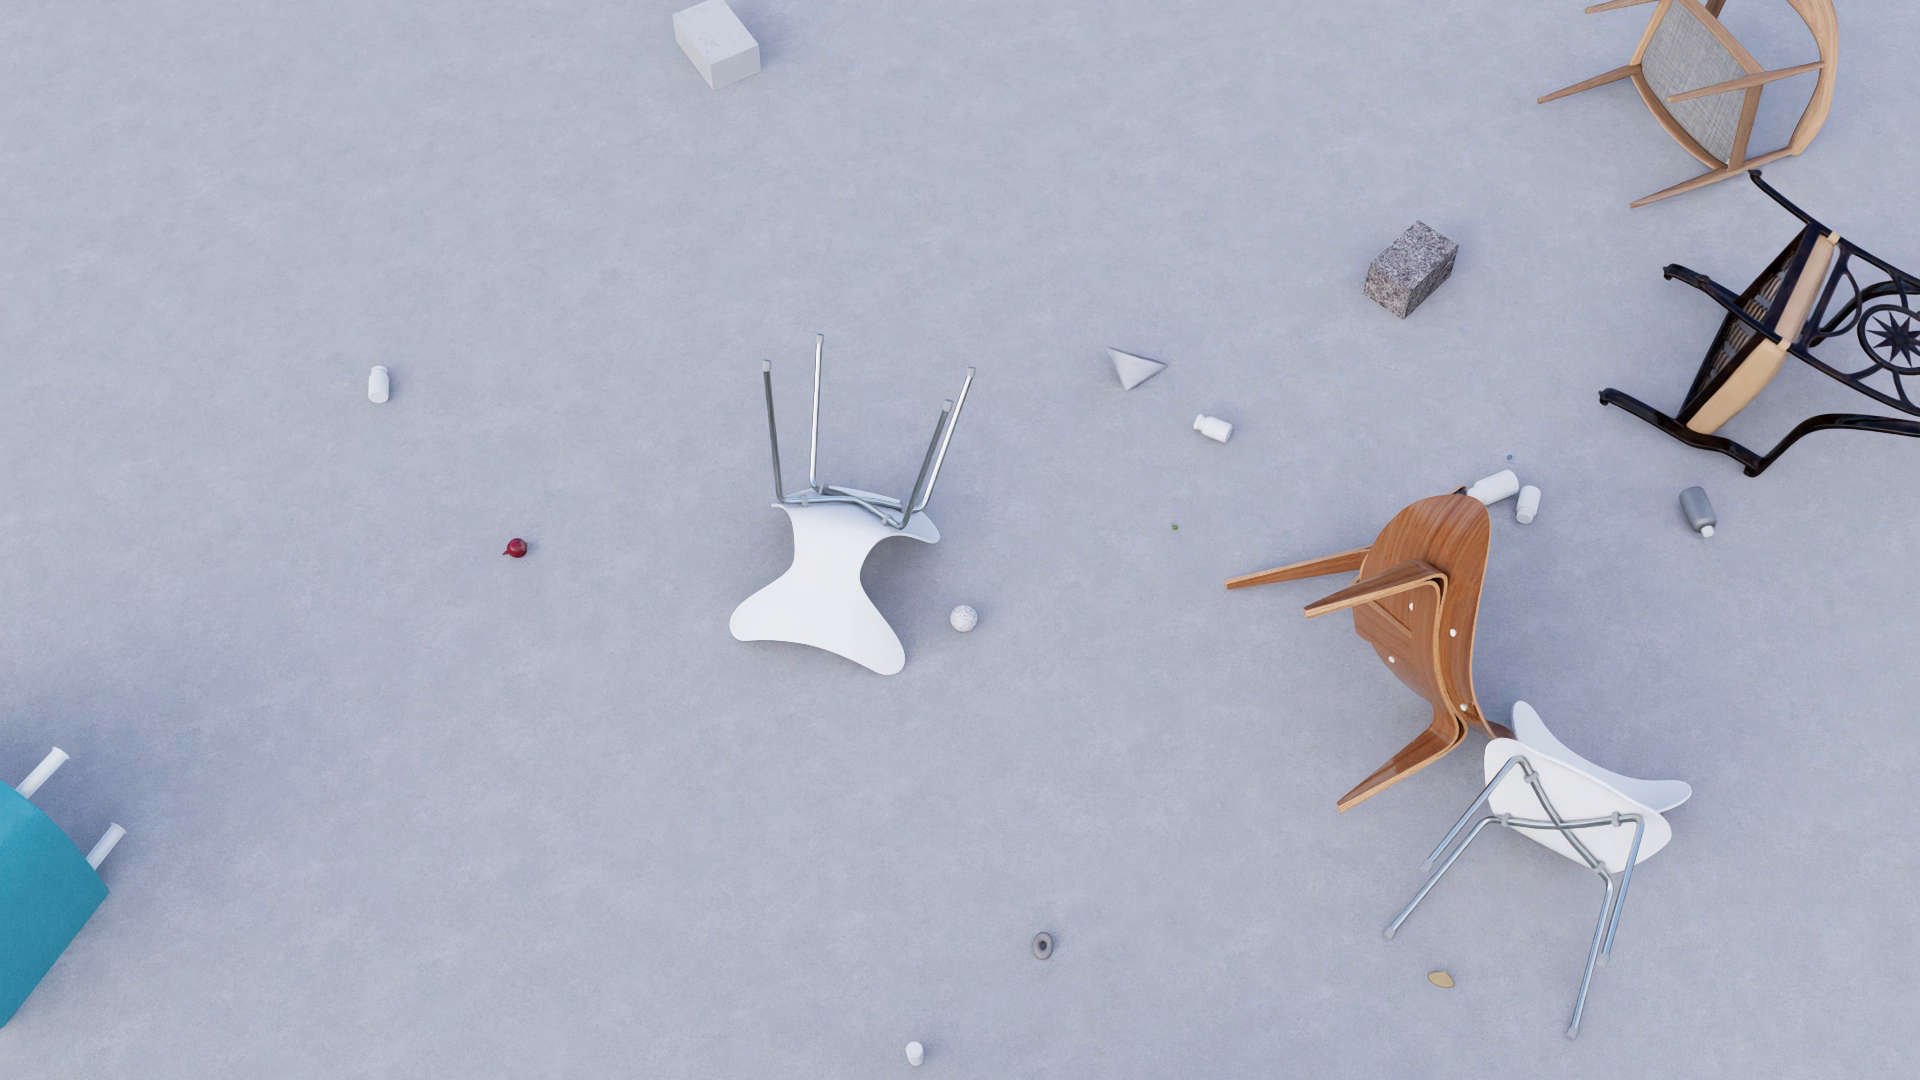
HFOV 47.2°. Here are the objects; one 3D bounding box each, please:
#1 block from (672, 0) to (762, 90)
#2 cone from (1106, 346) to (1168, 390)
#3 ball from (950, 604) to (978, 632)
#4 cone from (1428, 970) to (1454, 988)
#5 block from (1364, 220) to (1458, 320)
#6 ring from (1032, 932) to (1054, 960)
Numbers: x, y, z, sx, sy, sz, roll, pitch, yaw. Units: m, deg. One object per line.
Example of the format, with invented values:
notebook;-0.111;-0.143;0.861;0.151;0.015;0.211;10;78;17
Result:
block;-0.847;-1.732;7.662;0.187;0.123;0.286;-27;60;-17
cone;0.536;-0.521;6.877;0.208;0.117;0.193;10;11;-37
ball;0.011;0.227;6.374;0.080;0.080;0.080;0;56;0
cone;1.268;1.143;5.771;0.074;0.060;0.042;18;58;12
block;1.449;-0.869;7.069;0.162;0.146;0.255;38;64;22
ring;0.221;1.077;5.835;0.055;0.027;0.078;5;55;1
